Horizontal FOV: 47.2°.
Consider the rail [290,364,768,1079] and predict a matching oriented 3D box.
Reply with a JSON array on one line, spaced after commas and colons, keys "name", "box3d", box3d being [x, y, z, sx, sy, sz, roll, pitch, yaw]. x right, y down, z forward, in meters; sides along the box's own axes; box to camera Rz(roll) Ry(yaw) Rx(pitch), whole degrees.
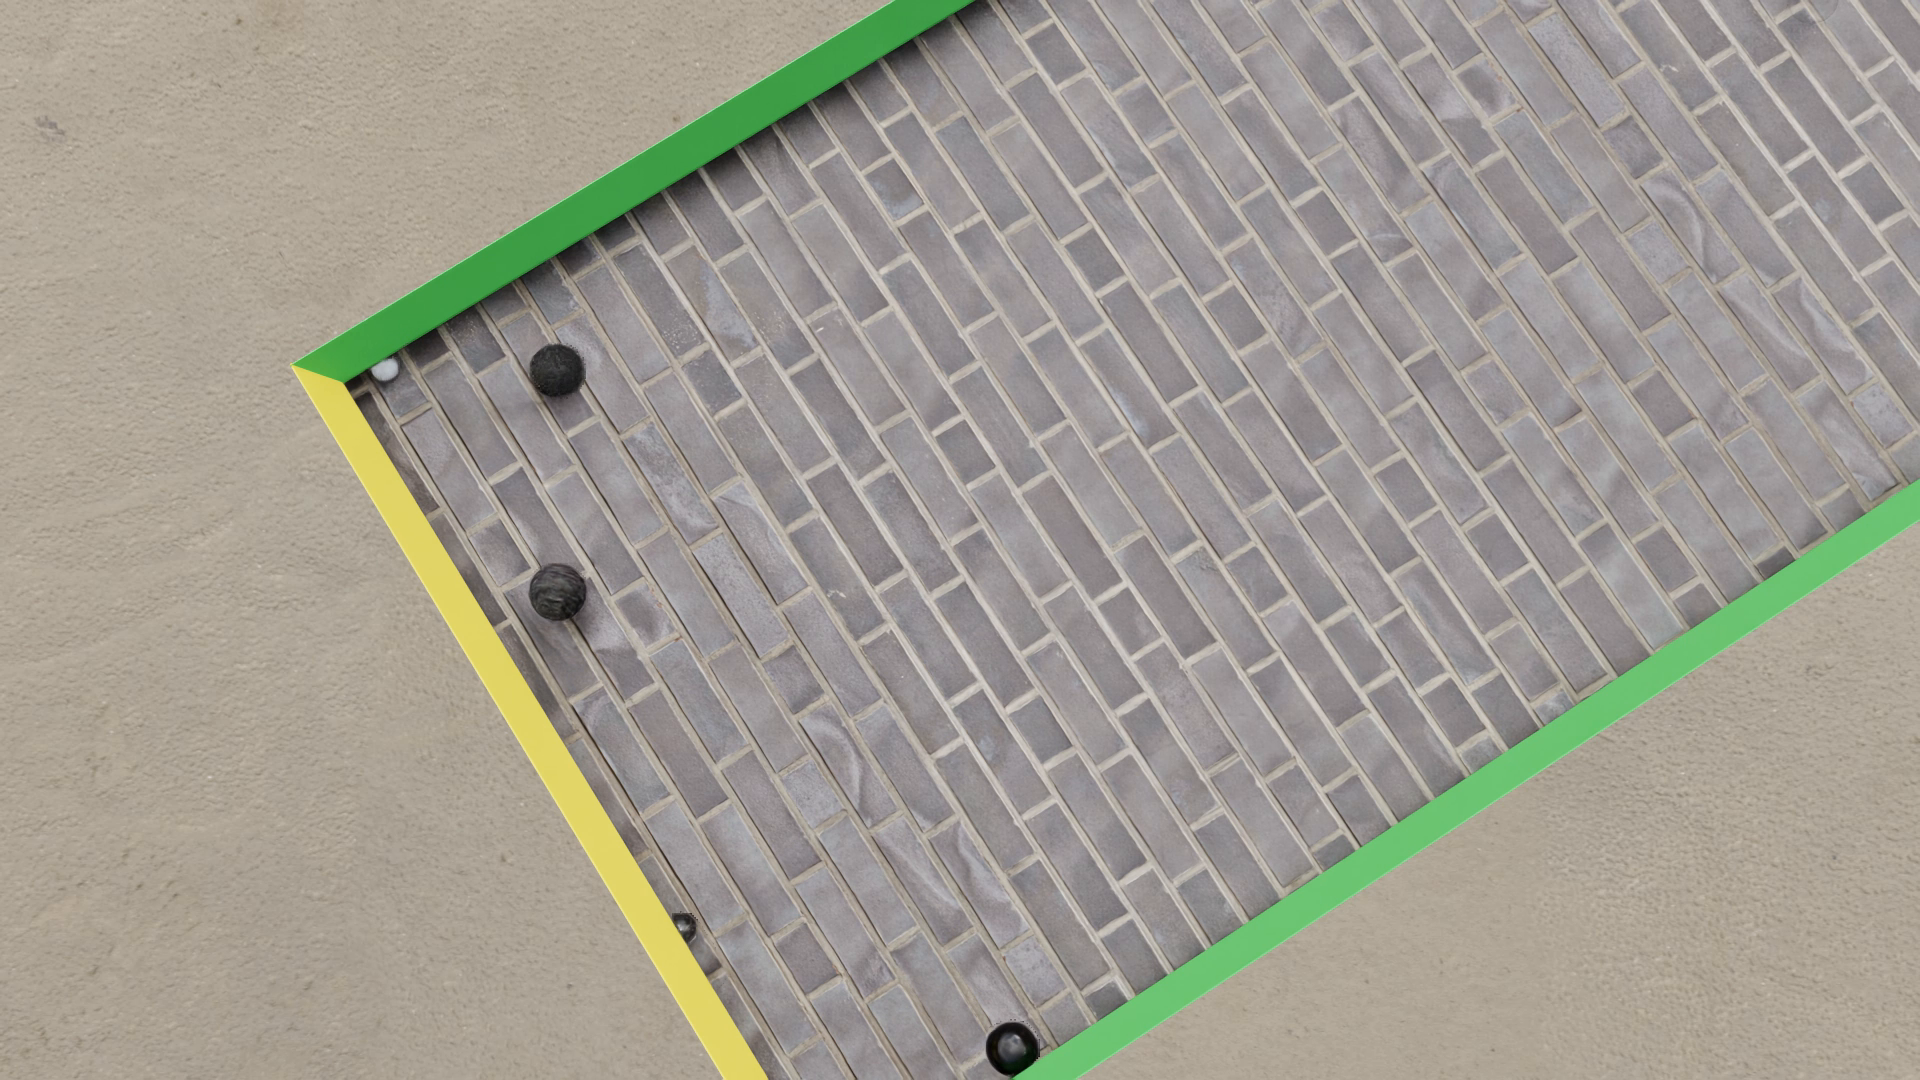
[{"name": "rail", "box3d": [-0.567, 0.355, 3.195, 0.045, 0.117, 1.485, -32, 82, -5]}]

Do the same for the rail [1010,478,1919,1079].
[{"name": "rail", "box3d": [0.975, 0.221, 3.218, 2.790, 0.117, 0.045, -32, 82, -5]}]

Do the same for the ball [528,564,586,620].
[{"name": "ball", "box3d": [-0.597, 0.078, 3.260, 0.084, 0.084, 0.084, 0, 80, 0]}]

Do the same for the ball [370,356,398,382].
[{"name": "ball", "box3d": [-0.874, -0.261, 3.339, 0.042, 0.042, 0.042, 0, 80, 0]}]

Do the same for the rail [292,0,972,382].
[{"name": "rail", "box3d": [0.199, -0.972, 3.421, 2.790, 0.117, 0.045, -32, 82, -5]}]

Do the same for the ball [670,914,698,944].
[{"name": "ball", "box3d": [-0.404, 0.566, 3.197, 0.045, 0.045, 0.045, 0, 80, 0]}]

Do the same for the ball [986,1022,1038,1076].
[{"name": "ball", "box3d": [0.074, 0.729, 3.153, 0.076, 0.076, 0.076, 0, 80, 0]}]

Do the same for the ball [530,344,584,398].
[{"name": "ball", "box3d": [-0.609, -0.256, 3.318, 0.081, 0.081, 0.081, 0, 80, 0]}]
